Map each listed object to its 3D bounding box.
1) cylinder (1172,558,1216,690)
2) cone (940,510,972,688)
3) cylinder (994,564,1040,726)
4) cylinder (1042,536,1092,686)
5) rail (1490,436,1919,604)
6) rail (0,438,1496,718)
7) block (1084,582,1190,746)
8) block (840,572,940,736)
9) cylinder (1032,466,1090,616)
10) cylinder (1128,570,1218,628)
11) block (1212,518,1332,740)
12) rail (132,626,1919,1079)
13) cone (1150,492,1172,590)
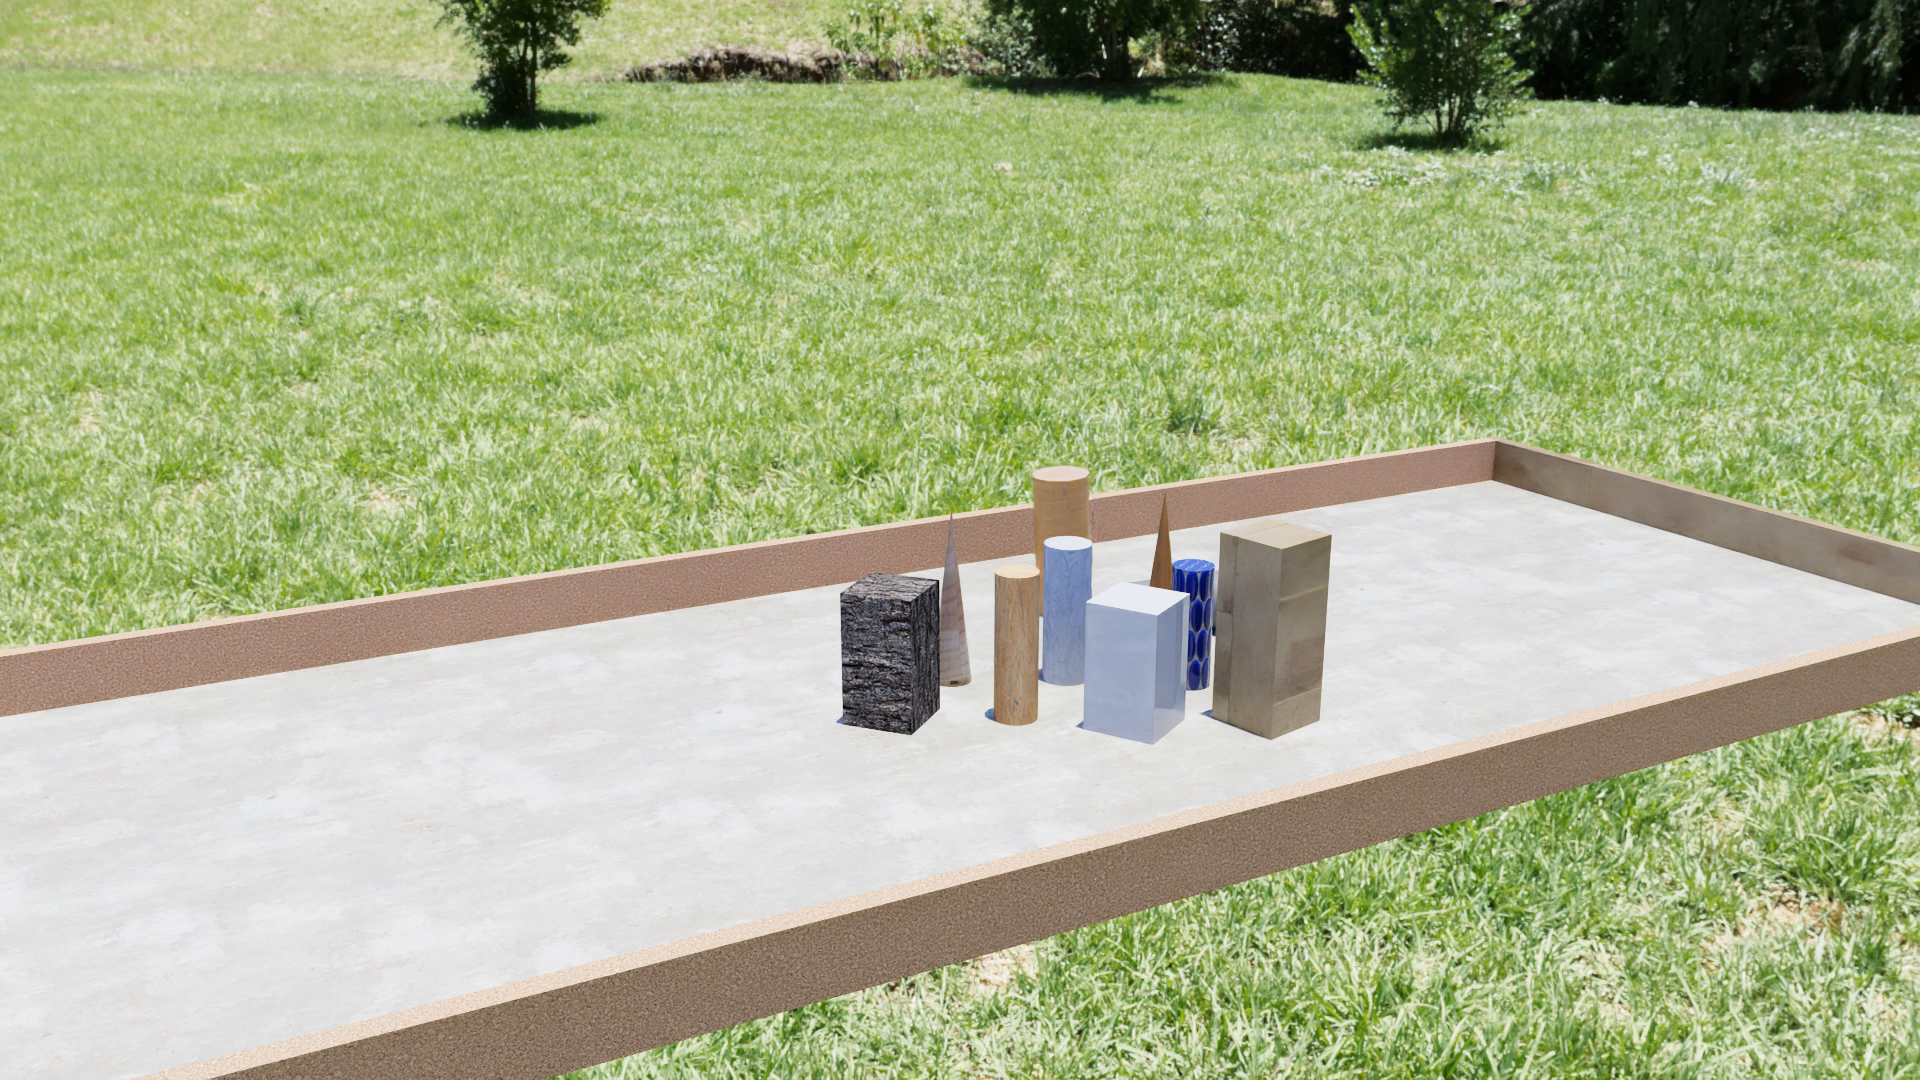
[{"bbox_3d":[0.573,0.210,4.090,0.104,0.310,0.104,0,16,0],"label":"cylinder"},{"bbox_3d":[-0.021,0.136,4.093,0.102,0.451,0.102,0,16,0],"label":"cone"},{"bbox_3d":[0.132,0.247,3.869,0.105,0.364,0.105,0,16,0],"label":"cylinder"},{"bbox_3d":[0.267,0.178,4.120,0.120,0.356,0.120,0,16,0],"label":"cylinder"},{"bbox_3d":[2.466,-0.048,5.253,0.050,0.150,2.100,-9,18,-27],"label":"rail"},{"bbox_3d":[-3.305,0.497,3.399,12.000,0.150,0.050,-9,18,-27],"label":"rail"},{"bbox_3d":[0.410,0.283,3.835,0.179,0.313,0.179,10,19,30],"label":"block"},{"bbox_3d":[-0.162,0.264,3.878,0.175,0.326,0.175,6,18,21],"label":"block"},{"bbox_3d":[0.287,0.008,4.598,0.156,0.403,0.156,-3,18,1],"label":"cylinder"},{"bbox_3d":[0.633,0.171,4.495,0.414,0.157,0.157,-7,18,-22],"label":"cylinder"},{"bbox_3d":[0.725,0.204,3.846,0.179,0.459,0.179,-14,21,-39],"label":"block"},{"bbox_3d":[-2.336,1.006,1.665,12.000,0.150,0.050,-9,18,-27],"label":"rail"},{"bbox_3d":[0.525,0.085,4.280,0.111,0.442,0.111,0,17,0],"label":"cone"}]
